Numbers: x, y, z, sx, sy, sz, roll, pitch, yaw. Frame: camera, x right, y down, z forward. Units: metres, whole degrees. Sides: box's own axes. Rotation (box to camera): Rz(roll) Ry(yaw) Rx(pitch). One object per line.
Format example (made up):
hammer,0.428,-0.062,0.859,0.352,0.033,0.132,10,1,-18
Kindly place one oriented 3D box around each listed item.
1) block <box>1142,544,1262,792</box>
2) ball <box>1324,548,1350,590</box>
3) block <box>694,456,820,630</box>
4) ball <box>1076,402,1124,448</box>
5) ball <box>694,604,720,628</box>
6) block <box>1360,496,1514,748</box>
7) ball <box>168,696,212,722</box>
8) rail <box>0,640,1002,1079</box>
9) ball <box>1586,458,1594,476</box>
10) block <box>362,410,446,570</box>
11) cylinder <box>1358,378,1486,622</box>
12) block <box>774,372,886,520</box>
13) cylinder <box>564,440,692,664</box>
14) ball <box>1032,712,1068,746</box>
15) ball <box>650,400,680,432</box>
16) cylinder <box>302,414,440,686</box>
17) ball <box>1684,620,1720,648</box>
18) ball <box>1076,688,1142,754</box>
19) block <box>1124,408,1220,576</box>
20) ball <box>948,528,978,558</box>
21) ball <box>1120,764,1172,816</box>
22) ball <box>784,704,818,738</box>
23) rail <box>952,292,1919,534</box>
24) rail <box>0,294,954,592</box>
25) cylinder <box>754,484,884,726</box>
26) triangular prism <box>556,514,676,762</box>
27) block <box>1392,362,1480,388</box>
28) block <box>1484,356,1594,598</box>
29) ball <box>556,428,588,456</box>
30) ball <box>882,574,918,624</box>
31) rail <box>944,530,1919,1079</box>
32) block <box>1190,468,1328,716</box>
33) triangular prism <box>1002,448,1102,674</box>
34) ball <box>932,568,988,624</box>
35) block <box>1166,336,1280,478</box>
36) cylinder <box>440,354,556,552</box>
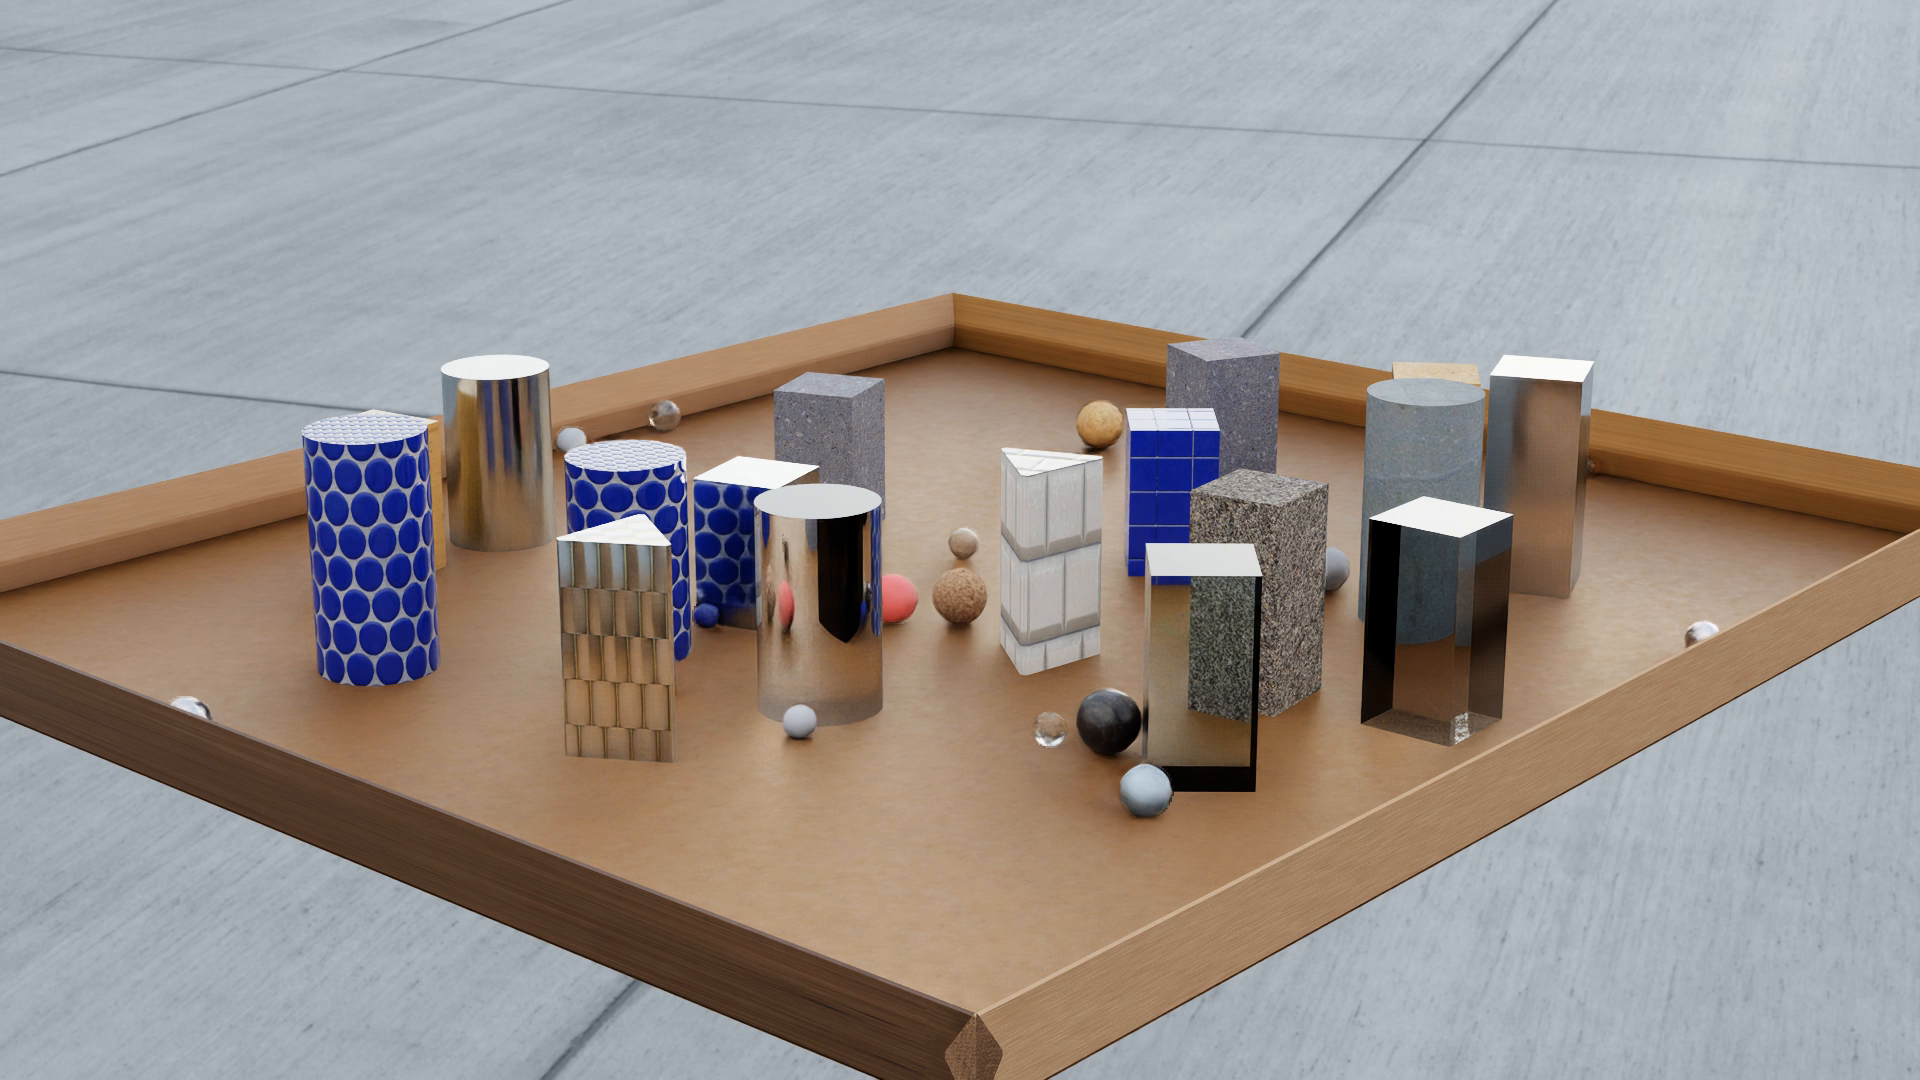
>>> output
block,0.350,0.185,4.270,0.157,0.328,0.157,0,17,1
ball,0.648,0.051,5.152,0.076,0.076,0.076,0,17,0
block,-0.344,0.007,4.990,0.157,0.253,0.157,8,18,24
ball,0.291,-0.238,6.071,0.098,0.098,0.098,0,17,0
ball,-0.427,0.128,4.952,0.043,0.043,0.043,0,17,0
block,0.727,0.122,4.474,0.157,0.330,0.157,13,21,38
ball,-1.165,0.273,4.419,0.073,0.073,0.073,0,17,0
rail,-0.932,0.342,4.092,2.557,0.128,0.045,14,22,39
ball,1.248,-0.147,5.869,0.041,0.041,0.041,0,17,0
block,-1.036,-0.075,5.233,0.157,0.270,0.157,10,20,31
cylinder,0.779,-0.059,4.959,0.196,0.396,0.196,0,17,0
block,-0.243,-0.158,5.501,0.157,0.274,0.157,6,18,20
cylinder,-0.542,0.023,4.795,0.196,0.334,0.196,0,17,0
ball,0.135,0.285,4.414,0.053,0.053,0.053,0,17,0
ball,-0.625,-0.263,6.210,0.065,0.065,0.065,0,17,0
cylinder,-0.945,0.014,4.714,0.196,0.398,0.196,0,17,0
ball,1.219,0.163,4.806,0.061,0.061,0.061,0,17,0
ball,0.223,0.271,4.383,0.097,0.097,0.097,0,17,0
block,0.379,-0.087,5.272,0.157,0.269,0.157,0,17,0
ball,0.007,0.006,5.336,0.055,0.055,0.055,0,17,0
ball,0.263,0.354,4.149,0.074,0.074,0.074,0,17,0
ball,-0.242,0.275,4.450,0.051,0.051,0.051,0,17,0
rail,0.932,-0.278,6.148,2.557,0.128,0.045,14,22,39
rail,-0.947,-0.205,5.908,0.045,0.128,2.890,14,22,39
cylinder,-0.218,0.099,4.546,0.196,0.332,0.196,0,17,0
triangular prism,-0.493,0.144,4.390,0.170,0.337,0.147,3,17,10
block,0.888,-0.172,5.514,0.157,0.293,0.157,2,17,7
block,1.012,-0.113,5.151,0.157,0.389,0.157,6,18,18
ball,-0.795,-0.200,6.007,0.062,0.062,0.062,0,17,0
ball,-0.113,0.099,4.977,0.084,0.084,0.084,0,17,0
rail,0.947,0.269,4.332,0.045,0.128,2.890,14,22,39
block,0.465,0.080,4.596,0.157,0.339,0.157,11,20,33
triangular prism,0.118,0.026,4.786,0.170,0.334,0.147,-14,22,-39
ball,0.000,0.095,4.971,0.094,0.094,0.094,0,17,0
block,0.501,-0.216,5.626,0.157,0.311,0.157,-8,18,-24
cylinder,-0.853,-0.162,5.424,0.196,0.325,0.196,0,17,0
